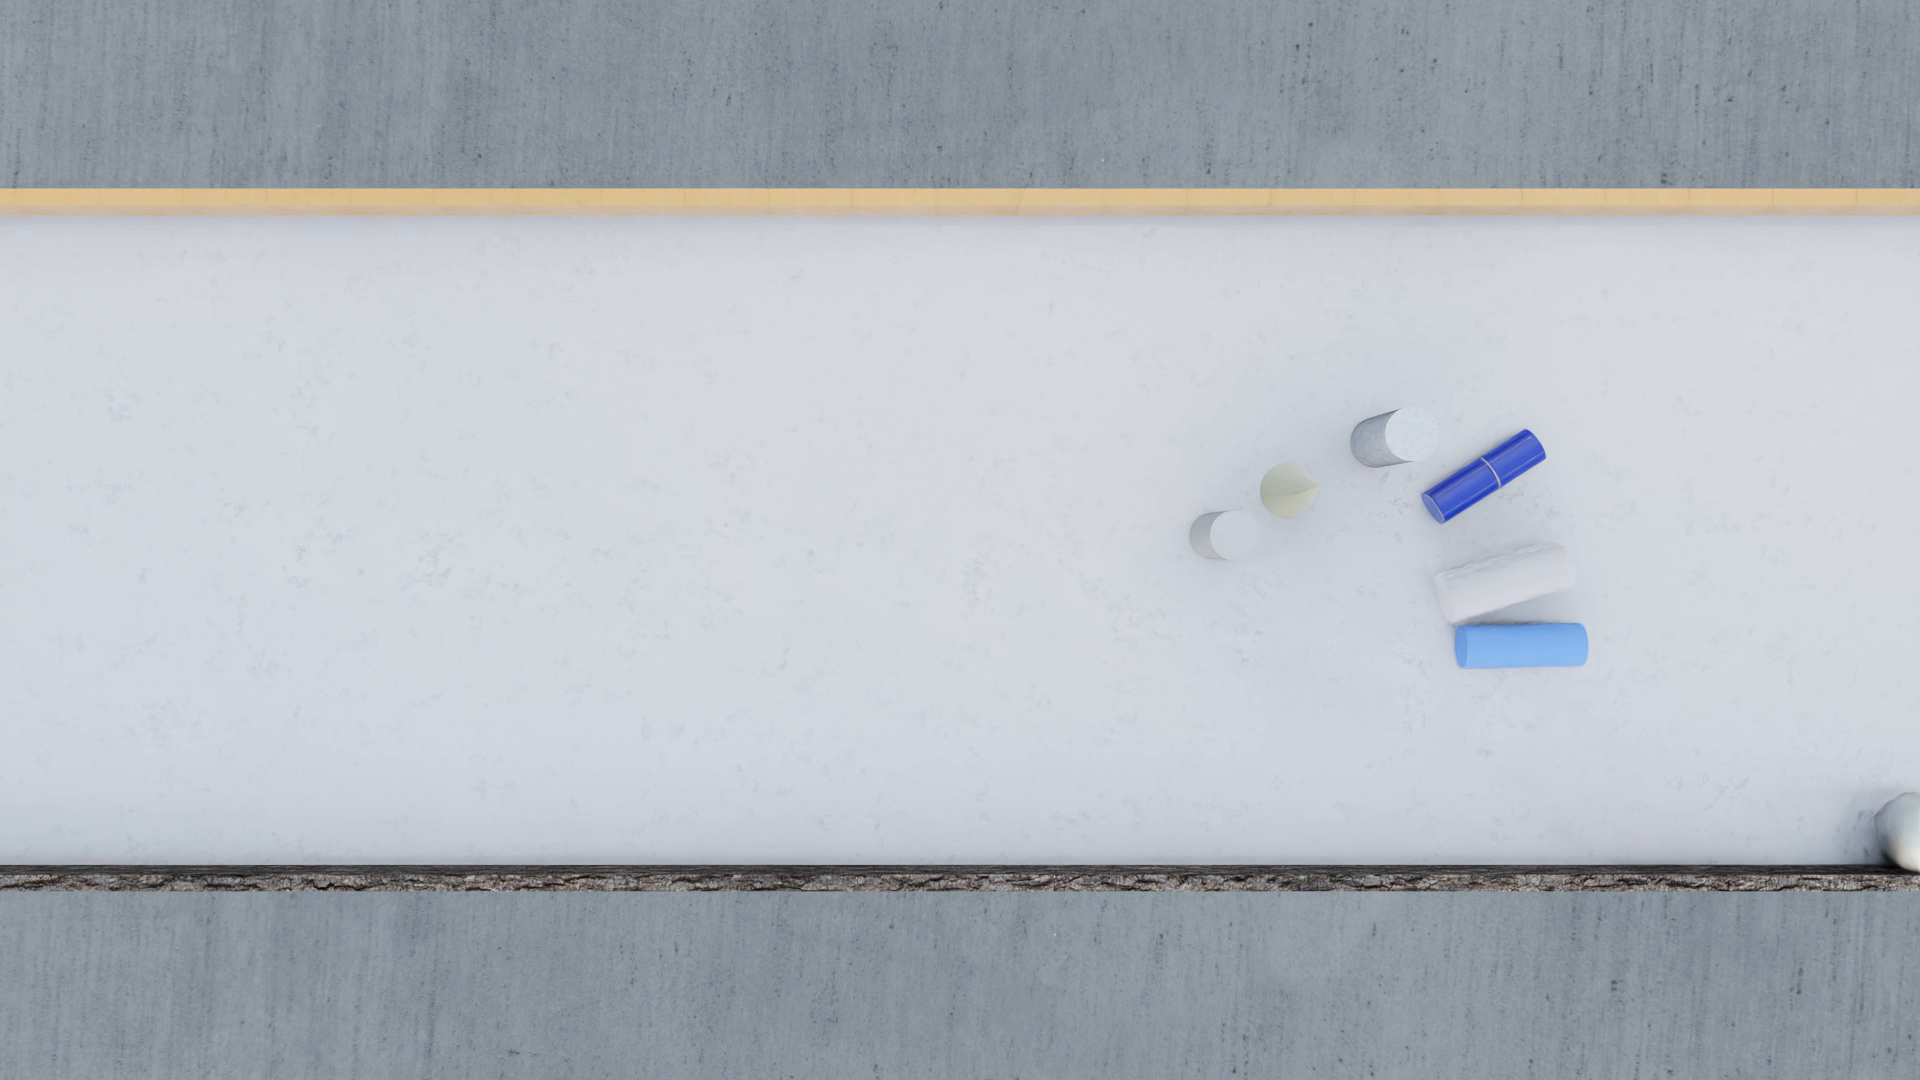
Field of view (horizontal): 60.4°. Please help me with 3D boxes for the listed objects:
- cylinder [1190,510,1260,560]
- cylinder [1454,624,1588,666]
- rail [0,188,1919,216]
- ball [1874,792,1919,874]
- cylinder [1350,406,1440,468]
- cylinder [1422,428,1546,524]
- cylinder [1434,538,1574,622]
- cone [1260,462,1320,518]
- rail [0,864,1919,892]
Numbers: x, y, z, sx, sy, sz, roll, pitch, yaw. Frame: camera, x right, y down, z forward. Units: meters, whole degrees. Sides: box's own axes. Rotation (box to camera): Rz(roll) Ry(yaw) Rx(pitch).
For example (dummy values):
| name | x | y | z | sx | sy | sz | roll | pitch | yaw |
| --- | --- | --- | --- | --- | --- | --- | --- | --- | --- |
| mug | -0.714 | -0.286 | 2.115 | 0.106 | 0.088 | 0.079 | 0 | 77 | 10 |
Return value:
| name | x | y | z | sx | sy | sz | roll | pitch | yaw |
| --- | --- | --- | --- | --- | --- | --- | --- | --- | --- |
| cylinder | 0.778 | -0.013 | 4.870 | 0.144 | 0.414 | 0.144 | 0 | 90 | 0 |
| cylinder | 1.704 | 0.319 | 5.013 | 0.363 | 0.128 | 0.128 | -1 | 90 | 0 |
| rail | -2.247 | -1.025 | 5.002 | 12.000 | 0.150 | 0.050 | 0 | 90 | 0 |
| ball | 2.884 | 0.878 | 4.955 | 0.243 | 0.243 | 0.243 | 0 | 90 | 0 |
| cylinder | 1.279 | -0.300 | 4.868 | 0.156 | 0.416 | 0.156 | 0 | 90 | 0 |
| cylinder | 1.593 | -0.193 | 5.020 | 0.367 | 0.114 | 0.114 | -32 | 90 | 0 |
| cylinder | 1.649 | 0.123 | 5.000 | 0.373 | 0.152 | 0.152 | -17 | 90 | 0 |
| cone | 1.010 | -0.151 | 4.848 | 0.173 | 0.456 | 0.173 | 0 | 90 | 0 |
| rail | -2.247 | 1.025 | 5.001 | 12.000 | 0.150 | 0.050 | 0 | 90 | 0 |
